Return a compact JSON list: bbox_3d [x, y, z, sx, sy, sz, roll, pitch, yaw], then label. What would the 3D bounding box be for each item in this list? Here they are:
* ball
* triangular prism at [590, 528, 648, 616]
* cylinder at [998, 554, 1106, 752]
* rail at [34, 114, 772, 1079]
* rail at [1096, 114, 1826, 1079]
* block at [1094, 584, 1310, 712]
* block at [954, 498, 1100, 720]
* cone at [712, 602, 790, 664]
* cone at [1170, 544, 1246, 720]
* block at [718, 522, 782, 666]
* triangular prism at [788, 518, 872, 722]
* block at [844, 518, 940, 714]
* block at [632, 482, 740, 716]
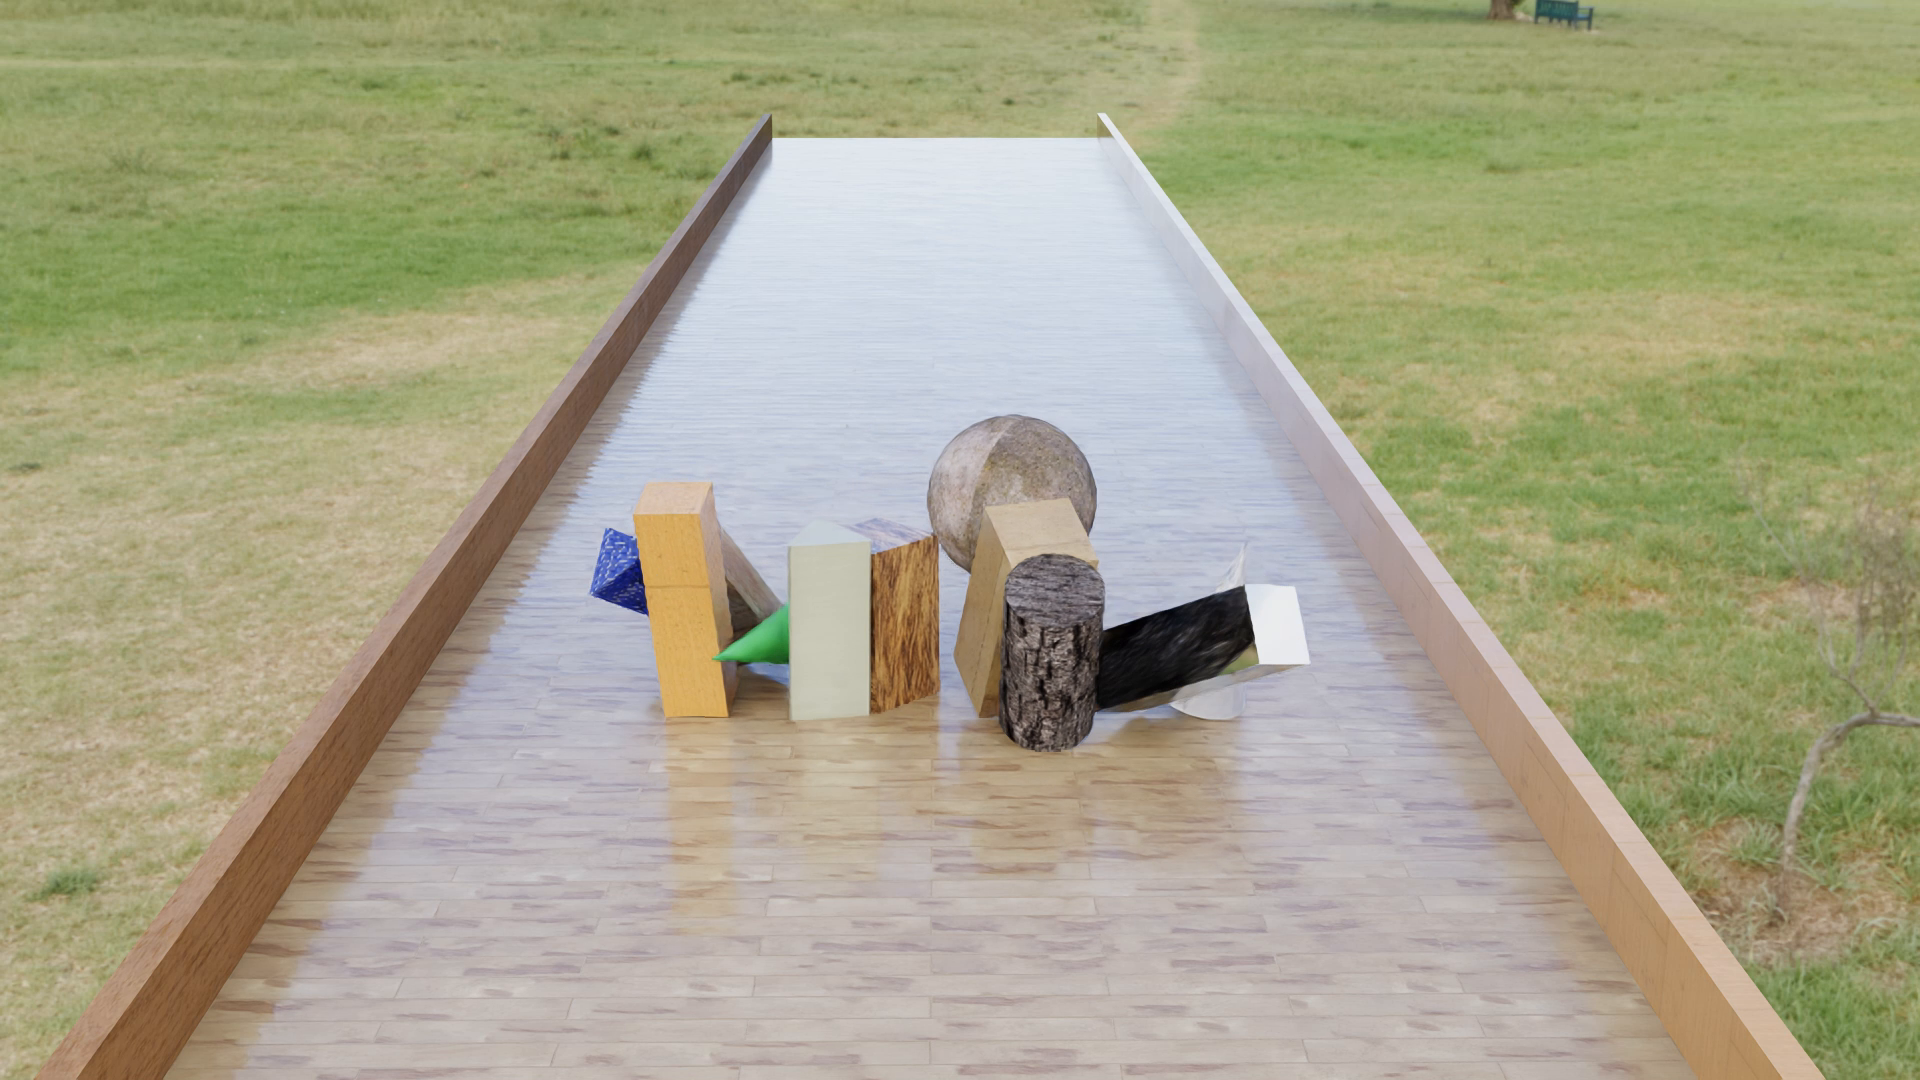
[{"bbox_3d":[0.099,-0.077,4.187,0.324,0.324,0.324,0,17,0],"label":"ball"},{"bbox_3d":[-0.571,0.076,4.407,0.137,0.118,0.339,-34,-39,29],"label":"triangular prism"},{"bbox_3d":[0.160,0.202,3.884,0.174,0.336,0.174,1,46,-1],"label":"cylinder"},{"bbox_3d":[-1.118,-0.838,7.780,0.050,0.150,12.000,0,17,-1],"label":"rail"},{"bbox_3d":[0.932,-0.844,7.801,0.050,0.150,12.000,0,17,-1],"label":"rail"},{"bbox_3d":[0.416,0.199,3.960,0.141,0.141,0.402,2,-17,-44],"label":"block"},{"bbox_3d":[0.116,0.129,4.041,0.162,0.393,0.162,-6,46,-18],"label":"block"},{"bbox_3d":[-0.352,0.191,4.179,0.176,0.176,0.426,9,11,27],"label":"cone"},{"bbox_3d":[0.487,0.148,4.090,0.178,0.329,0.178,11,26,-6],"label":"cone"},{"bbox_3d":[-0.463,0.088,4.251,0.105,0.392,0.105,-15,51,15],"label":"block"},{"bbox_3d":[-0.254,0.145,4.101,0.151,0.352,0.131,-4,22,-13],"label":"triangular prism"},{"bbox_3d":[-0.157,0.142,4.189,0.166,0.316,0.166,-17,23,-42],"label":"block"},{"bbox_3d":[-0.501,0.112,4.052,0.120,0.434,0.120,-1,30,6],"label":"block"}]
